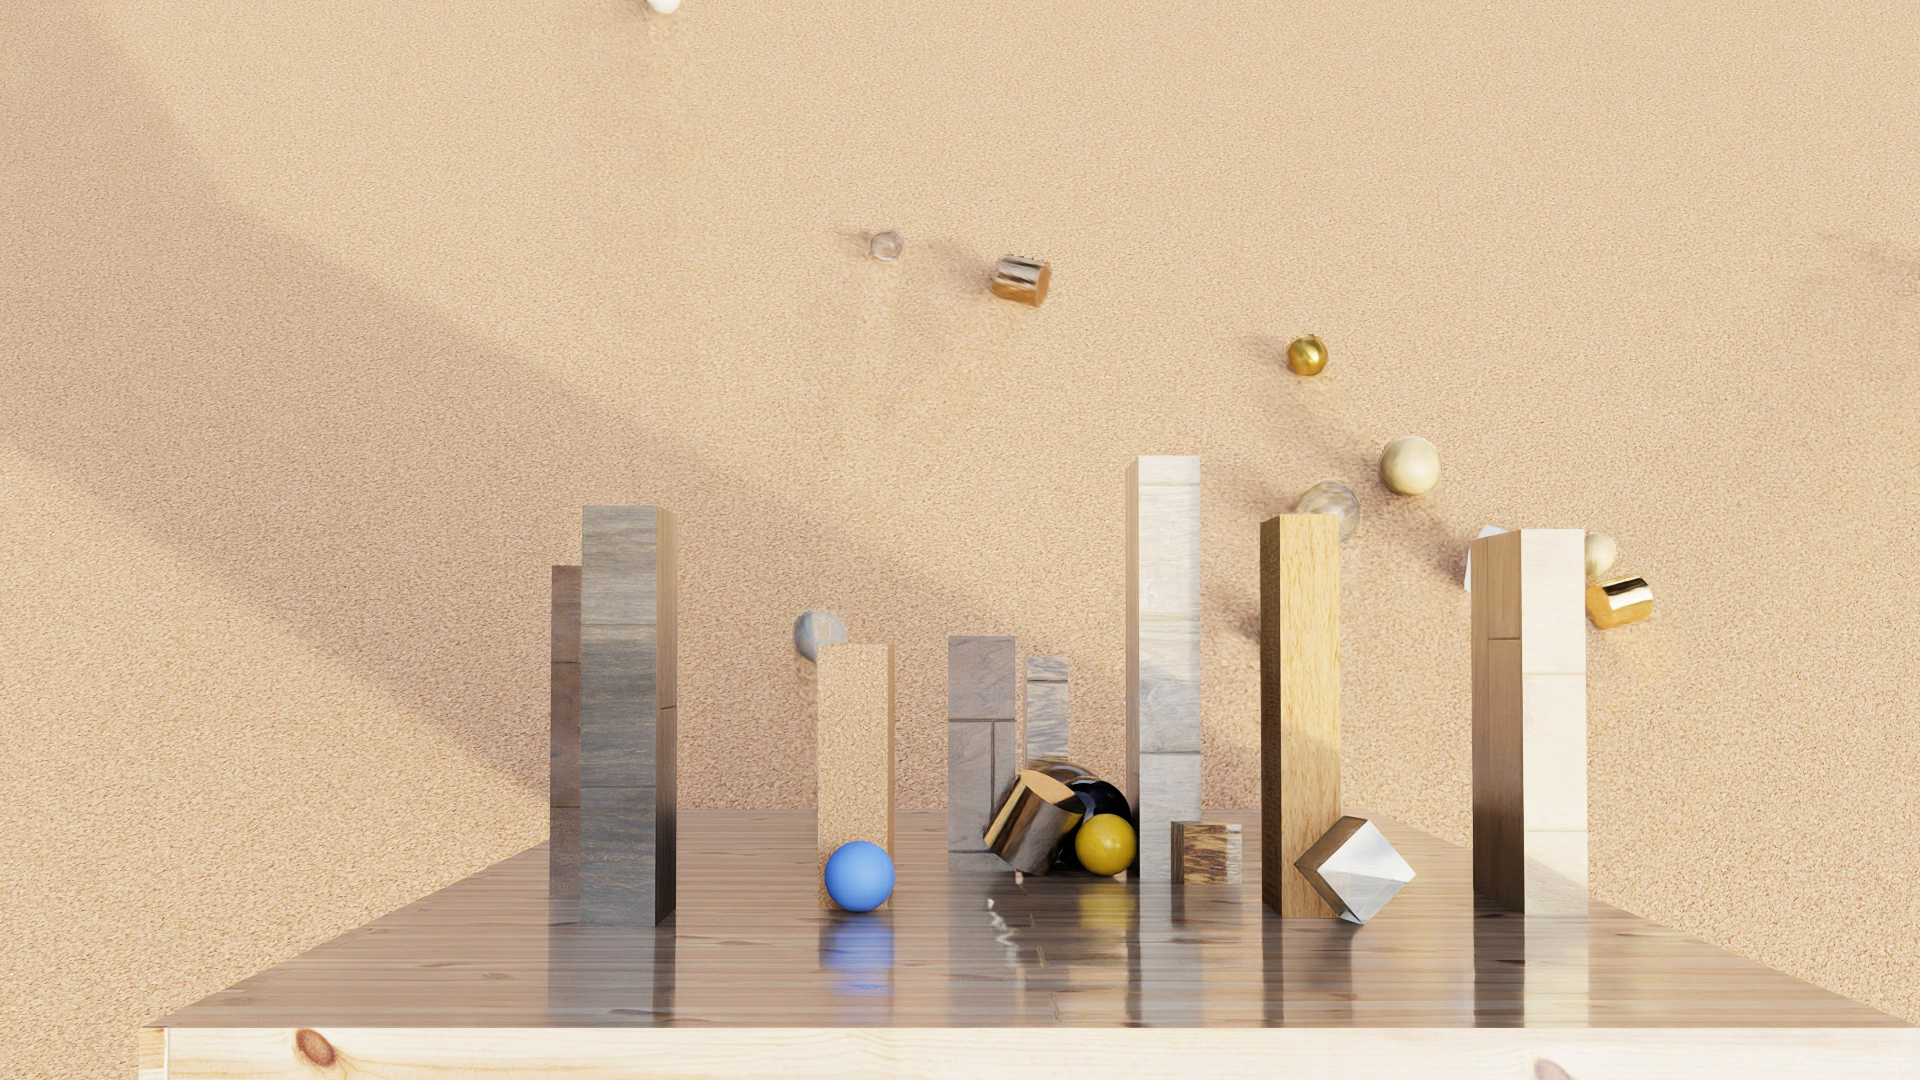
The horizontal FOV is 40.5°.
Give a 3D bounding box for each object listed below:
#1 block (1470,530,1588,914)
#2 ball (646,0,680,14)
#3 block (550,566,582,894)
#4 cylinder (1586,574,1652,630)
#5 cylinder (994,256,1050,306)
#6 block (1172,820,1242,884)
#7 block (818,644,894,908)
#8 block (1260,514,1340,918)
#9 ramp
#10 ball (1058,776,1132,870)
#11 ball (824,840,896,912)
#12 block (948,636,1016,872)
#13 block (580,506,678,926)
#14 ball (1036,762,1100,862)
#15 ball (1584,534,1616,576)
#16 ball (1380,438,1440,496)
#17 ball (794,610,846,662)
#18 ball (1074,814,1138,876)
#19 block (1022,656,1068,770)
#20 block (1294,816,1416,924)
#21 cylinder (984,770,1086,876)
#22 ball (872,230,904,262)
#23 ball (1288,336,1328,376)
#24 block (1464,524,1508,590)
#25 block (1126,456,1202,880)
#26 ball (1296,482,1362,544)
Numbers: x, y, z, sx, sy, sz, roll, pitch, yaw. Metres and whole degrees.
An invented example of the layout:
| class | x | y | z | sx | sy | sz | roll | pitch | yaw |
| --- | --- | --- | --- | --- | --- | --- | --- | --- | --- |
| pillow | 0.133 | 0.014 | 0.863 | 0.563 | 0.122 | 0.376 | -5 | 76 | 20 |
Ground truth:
| class | x | y | z | sx | sy | sz | roll | pitch | yaw |
| --- | --- | --- | --- | --- | --- | --- | --- | --- | --- |
| block | 0.954 | 0.300 | 4.382 | 0.101 | 0.617 | 0.420 | 0 | -2 | 0 |
| ball | -1.250 | -2.293 | 10.958 | 0.152 | 0.152 | 0.152 | 0 | 37 | 0 |
| block | -0.661 | 0.337 | 4.697 | 0.098 | 0.570 | 0.372 | 0 | -2 | 0 |
| cylinder | 1.937 | 0.183 | 7.641 | 0.138 | 0.138 | 0.138 | -13 | 39 | -17 |
| cylinder | 0.218 | -0.906 | 9.094 | 0.150 | 0.150 | 0.150 | 13 | 39 | 16 |
| block | 0.450 | 0.571 | 4.755 | 0.107 | 0.107 | 0.107 | 0 | -2 | -8 |
| block | -0.176 | 0.396 | 4.493 | 0.114 | 0.434 | 0.449 | 0 | -2 | 0 |
| block | 0.557 | 0.285 | 4.267 | 0.094 | 0.638 | 0.277 | 0 | -2 | 0 |
| ramp | 0.081 | 0.681 | 4.910 | 2.000 | 0.100 | 4.000 | 0 | -2 | 0 |
| ball | 0.242 | 0.545 | 5.014 | 0.181 | 0.181 | 0.181 | 0 | 37 | 0 |
| ball | -0.162 | 0.544 | 4.205 | 0.115 | 0.115 | 0.115 | 0 | 37 | 0 |
| block | 0.042 | 0.414 | 5.114 | 0.129 | 0.451 | 0.266 | 0 | -2 | 0 |
| block | -0.524 | 0.276 | 4.140 | 0.115 | 0.645 | 0.297 | 0 | -2 | 0 |
| ball | 0.206 | 0.543 | 5.201 | 0.200 | 0.200 | 0.200 | 0 | 37 | 0 |
| ball | 1.912 | 0.045 | 7.837 | 0.124 | 0.124 | 0.124 | 0 | 37 | 0 |
| ball | 1.412 | -0.228 | 8.153 | 0.185 | 0.185 | 0.185 | 0 | 37 | 0 |
| ball | -0.403 | 0.278 | 7.502 | 0.150 | 0.150 | 0.150 | 0 | 37 | 0 |
| ball | 0.274 | 0.571 | 4.870 | 0.117 | 0.117 | 0.117 | 0 | 37 | 0 |
| block | 0.183 | 0.457 | 5.611 | 0.085 | 0.408 | 0.371 | 0 | -2 | 0 |
| block | 0.616 | 0.514 | 4.063 | 0.114 | 0.114 | 0.114 | -42 | 6 | -10 |
| cylinder | 0.141 | 0.531 | 4.889 | 0.143 | 0.143 | 0.143 | 28 | 14 | -8 |
| ball | -0.260 | -1.056 | 9.328 | 0.113 | 0.113 | 0.113 | 0 | 37 | 0 |
| ball | 1.166 | -0.615 | 8.716 | 0.135 | 0.135 | 0.135 | 0 | 37 | 0 |
| block | 1.611 | 0.072 | 7.783 | 0.147 | 0.147 | 0.147 | 18 | 40 | 23 |
| block | 0.389 | 0.243 | 5.022 | 0.114 | 0.784 | 0.399 | 0 | -2 | 0 |
| ball | 1.128 | -0.081 | 7.948 | 0.195 | 0.195 | 0.195 | 0 | 37 | 0 |
